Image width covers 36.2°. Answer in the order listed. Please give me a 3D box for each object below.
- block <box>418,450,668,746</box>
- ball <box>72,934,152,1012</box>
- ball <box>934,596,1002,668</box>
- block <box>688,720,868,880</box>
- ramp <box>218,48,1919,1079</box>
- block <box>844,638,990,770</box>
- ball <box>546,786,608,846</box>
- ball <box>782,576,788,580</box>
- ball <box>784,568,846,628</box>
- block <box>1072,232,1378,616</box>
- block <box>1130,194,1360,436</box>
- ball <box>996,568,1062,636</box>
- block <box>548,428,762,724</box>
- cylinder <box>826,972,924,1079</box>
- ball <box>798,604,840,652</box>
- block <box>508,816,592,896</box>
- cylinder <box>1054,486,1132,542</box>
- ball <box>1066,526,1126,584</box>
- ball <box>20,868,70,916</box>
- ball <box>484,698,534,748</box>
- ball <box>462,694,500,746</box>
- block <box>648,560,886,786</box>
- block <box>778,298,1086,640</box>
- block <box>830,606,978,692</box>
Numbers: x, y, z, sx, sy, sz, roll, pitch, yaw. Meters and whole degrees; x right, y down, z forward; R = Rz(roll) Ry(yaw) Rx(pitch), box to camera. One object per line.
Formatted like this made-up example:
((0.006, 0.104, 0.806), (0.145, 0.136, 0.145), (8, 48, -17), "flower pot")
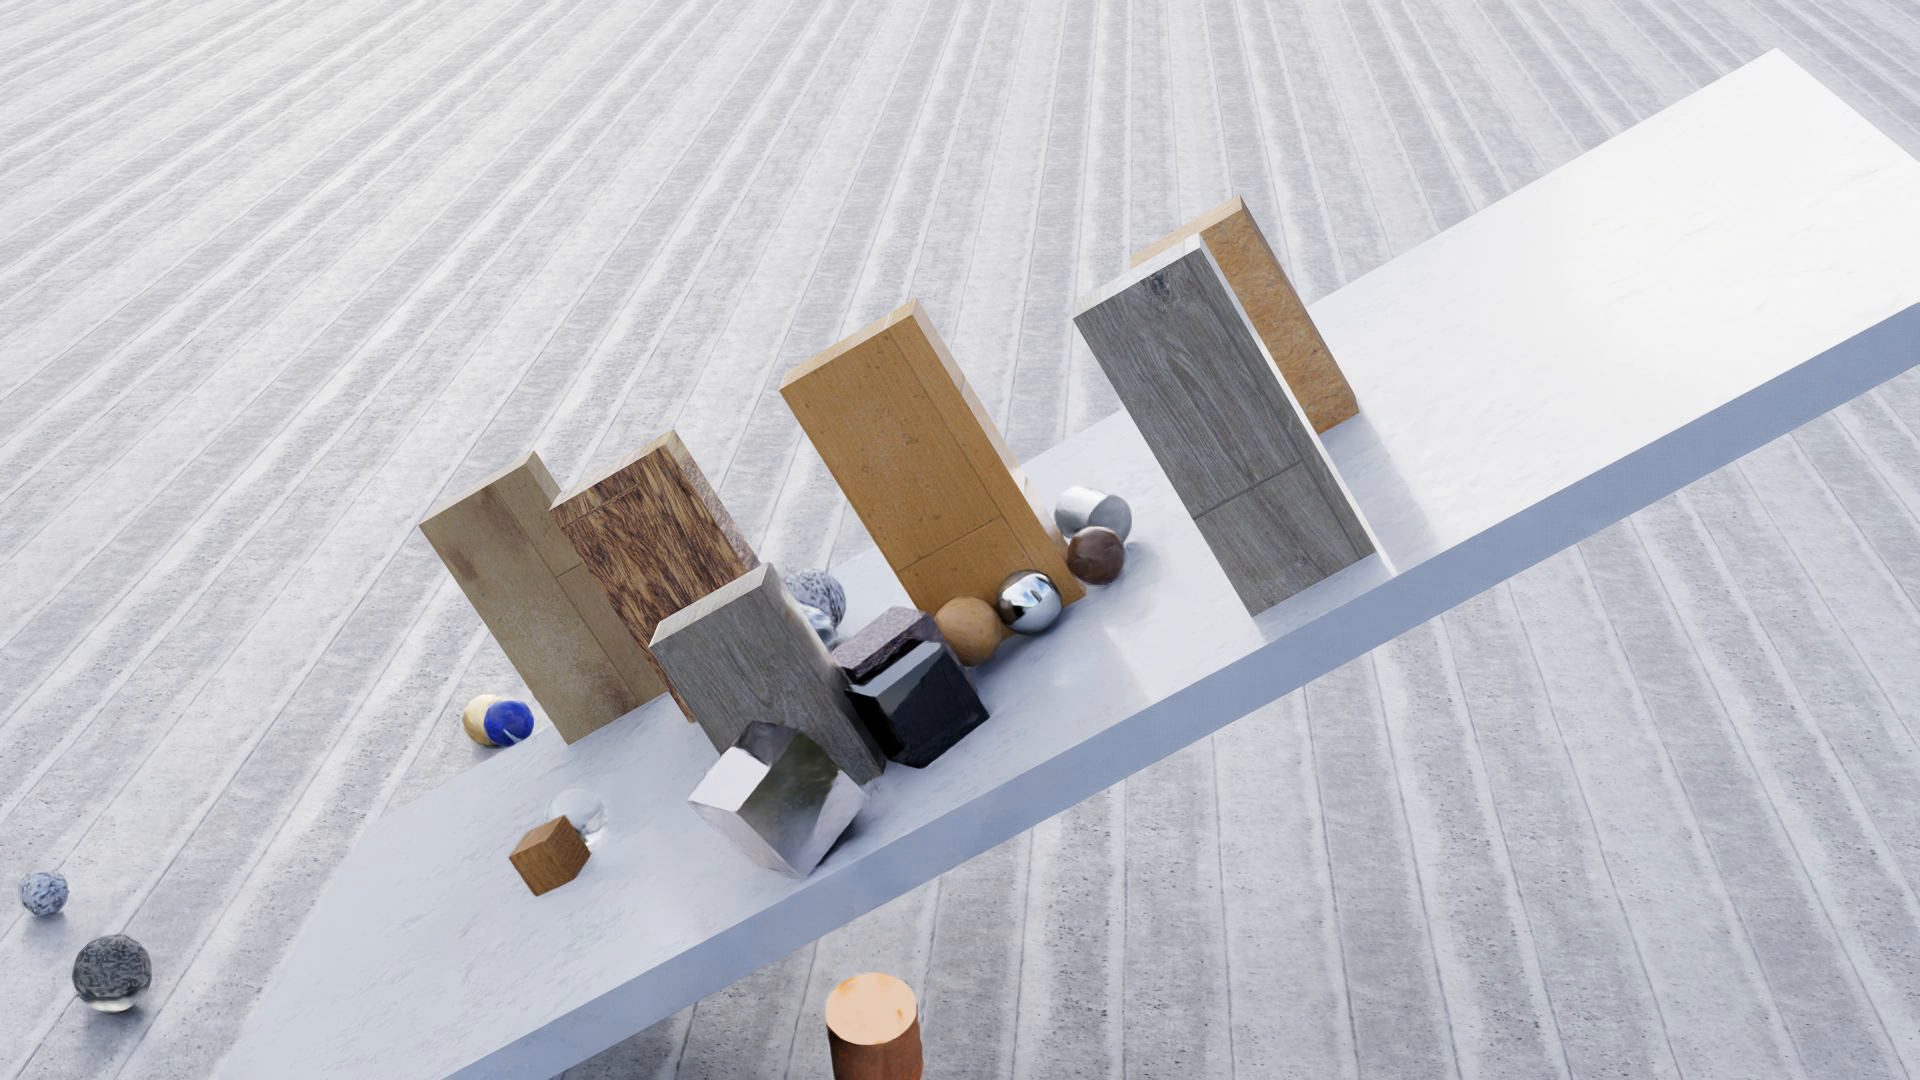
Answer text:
((-0.998, 0.144, 7.179), (0.312, 0.660, 0.112), (-29, 15, 12), "block")
((-1.975, 1.010, 6.854), (0.181, 0.181, 0.181), (0, 19, 0), "ball")
((0.014, 0.186, 5.947), (0.143, 0.143, 0.143), (0, 19, 0), "ball")
((-0.341, 0.486, 5.525), (0.199, 0.199, 0.199), (-52, 26, -19), "block")
((0.142, 0.168, 6.287), (4.000, 0.100, 2.000), (-29, 15, 12), "ramp")
((-0.085, 0.318, 5.718), (0.172, 0.172, 0.172), (-37, 15, -18), "block")
((-0.831, 0.602, 6.389), (0.134, 0.134, 0.134), (0, 19, 0), "ball")
((-0.394, 0.153, 6.964), (0.135, 0.135, 0.135), (0, 19, 0), "ball")
((-0.340, 0.145, 6.701), (0.160, 0.160, 0.160), (0, 19, 0), "ball")
((0.480, -0.205, 5.320), (0.259, 0.650, 0.119), (-29, 15, 12), "block")
((0.593, -0.430, 6.128), (0.261, 0.498, 0.141), (-29, 15, 12), "block")
((0.139, 0.126, 5.964), (0.135, 0.135, 0.135), (0, 19, 0), "ball")
((-0.638, 0.086, 6.753), (0.317, 0.601, 0.124), (-29, 15, 12), "block")
((-0.154, 0.898, 5.304), (0.165, 0.165, 0.165), (-3, 41, 2), "cylinder")
((-0.359, 0.233, 6.534), (0.183, 0.183, 0.183), (0, 19, 0), "ball")
((-0.878, 0.676, 6.295), (0.107, 0.107, 0.107), (-25, 16, 24), "block")
((0.282, -0.046, 6.213), (0.118, 0.118, 0.118), (-12, 18, -32), "cylinder")
((0.279, 0.031, 6.017), (0.120, 0.120, 0.120), (0, 19, 0), "ball")
((-2.284, 0.878, 7.337), (0.118, 0.118, 0.118), (0, 19, 0), "ball")
((-1.166, 0.472, 7.607), (0.130, 0.130, 0.130), (0, 19, 0), "ball")
((-1.341, 0.511, 8.365), (0.144, 0.144, 0.144), (0, 19, 0), "ball")
((-0.371, 0.309, 5.777), (0.259, 0.451, 0.141), (-29, 15, 12), "block")
((-0.050, -0.115, 6.035), (0.315, 0.688, 0.134), (-29, 15, 12), "block")
((-0.123, 0.272, 5.901), (0.194, 0.194, 0.194), (-36, 15, -16), "block")
